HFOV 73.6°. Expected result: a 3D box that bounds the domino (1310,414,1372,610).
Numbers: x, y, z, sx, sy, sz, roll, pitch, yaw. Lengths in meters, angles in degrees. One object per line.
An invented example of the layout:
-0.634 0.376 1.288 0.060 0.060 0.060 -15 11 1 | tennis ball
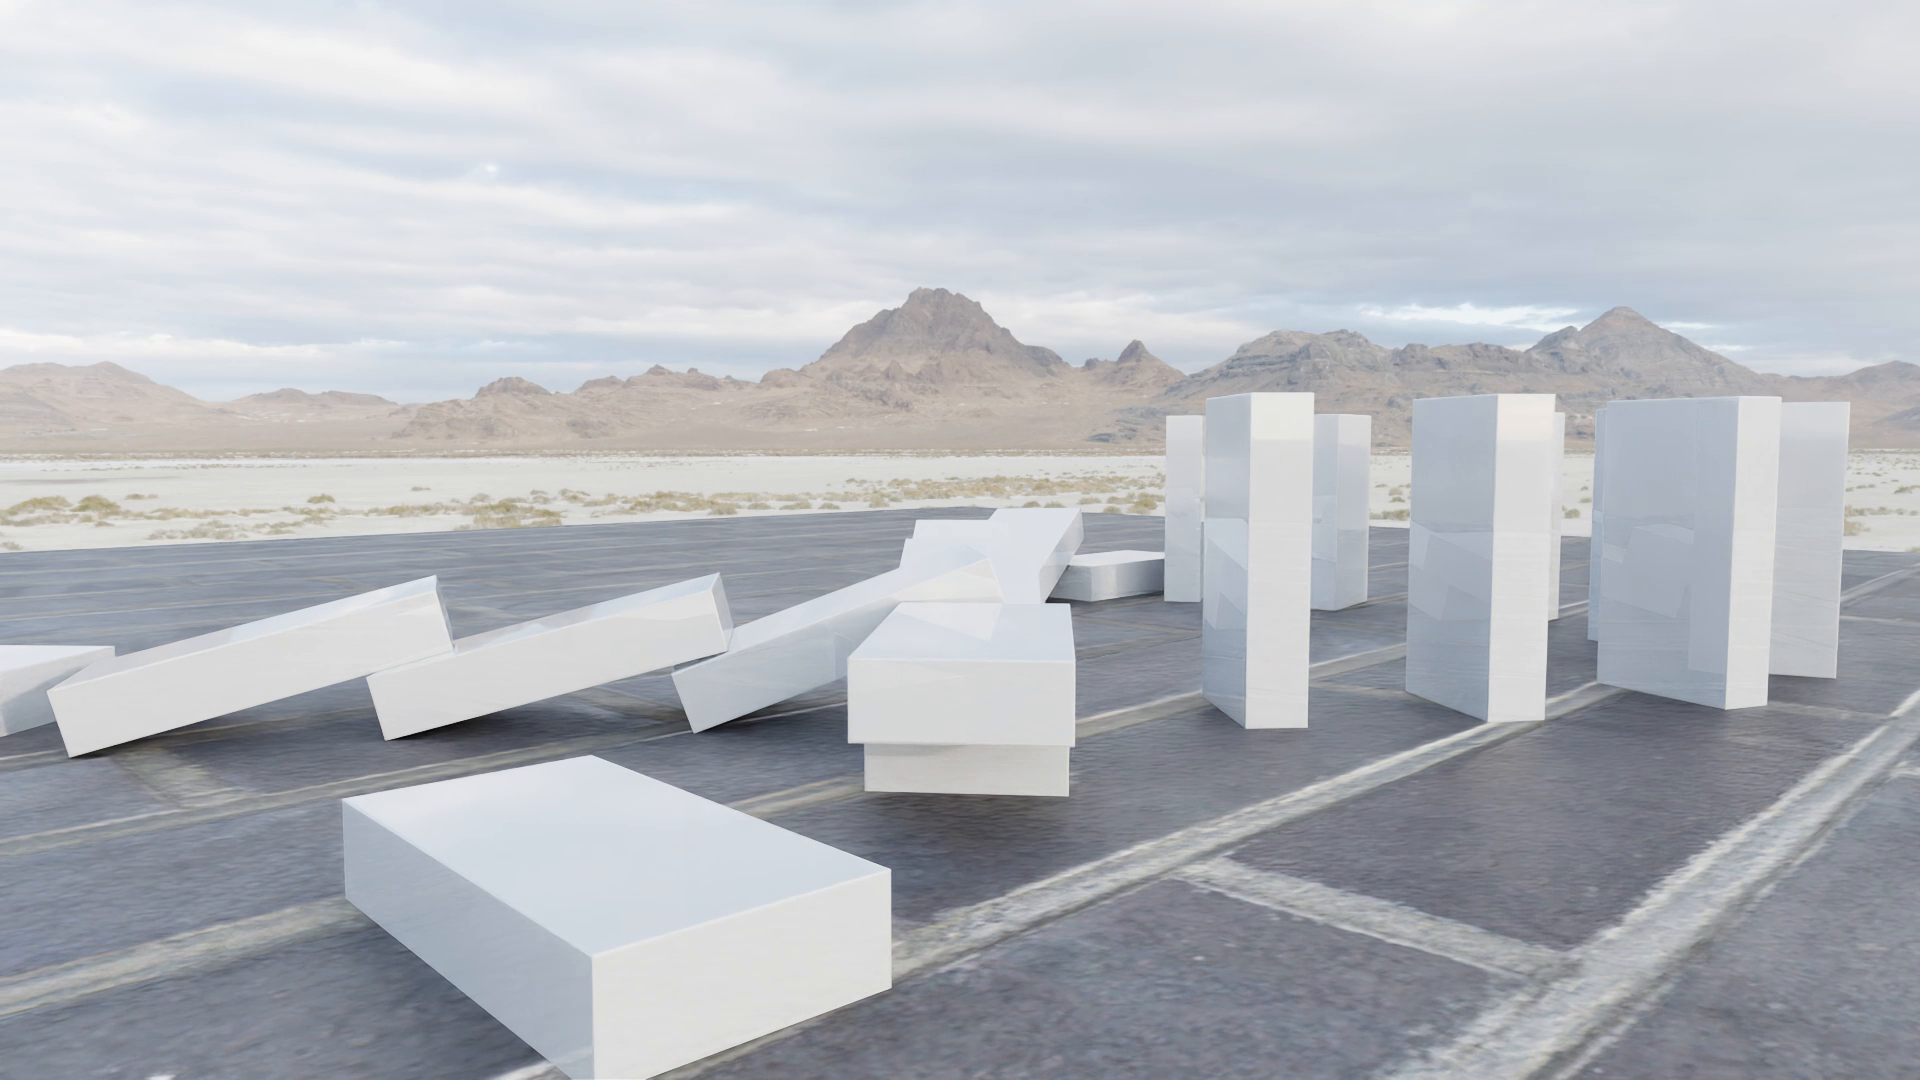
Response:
0.099 -0.008 0.339 0.009 0.050 0.025 3 5 35 | domino

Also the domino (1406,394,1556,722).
0.083 0.002 0.207 0.009 0.050 0.025 -1 4 -9 | domino

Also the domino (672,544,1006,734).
-0.019 0.015 0.203 0.050 0.010 0.025 -20 7 -7 | domino

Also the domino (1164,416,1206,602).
0.063 -0.009 0.356 0.010 0.050 0.025 1 4 15 | domino

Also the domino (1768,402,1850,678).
0.150 -0.001 0.241 0.025 0.050 0.009 2 5 26 | domino

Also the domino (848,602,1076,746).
0.002 0.016 0.165 0.025 0.009 0.050 0 4 4 | domino

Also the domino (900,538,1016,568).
-0.001 0.012 0.271 0.025 0.009 0.050 0 18 2 | domino

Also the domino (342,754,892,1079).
-0.031 0.030 0.110 0.025 0.009 0.050 -4 6 -42 | domino

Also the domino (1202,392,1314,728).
0.046 0.002 0.203 0.010 0.050 0.025 0 4 -4 | domino

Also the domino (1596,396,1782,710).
0.122 0.001 0.217 0.009 0.050 0.025 -2 5 -22 | domino

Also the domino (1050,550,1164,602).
0.044 0.010 0.373 0.025 0.009 0.050 4 6 44 | domino

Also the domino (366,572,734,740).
-0.061 0.017 0.199 0.050 0.009 0.025 -14 6 -7 | domino

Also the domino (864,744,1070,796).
0.003 0.024 0.181 0.025 0.009 0.050 0 4 5 | domino

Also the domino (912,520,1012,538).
0.000 0.008 0.313 0.025 0.010 0.050 0 20 2 | domino

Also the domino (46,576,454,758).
-0.104 0.018 0.193 0.050 0.009 0.025 -16 9 -20 | domino

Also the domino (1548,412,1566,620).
0.133 -0.005 0.307 0.025 0.050 0.010 -3 5 -37 | domino

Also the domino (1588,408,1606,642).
0.150 -0.003 0.278 0.025 0.050 0.009 -2 5 -22 | domino

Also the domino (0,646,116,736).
-0.152 0.024 0.186 0.025 0.009 0.050 0 4 2 | domino

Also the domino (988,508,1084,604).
0.016 0.004 0.350 0.025 0.009 0.050 0 21 19 | domino

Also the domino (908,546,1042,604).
0.002 0.014 0.234 0.025 0.009 0.050 0 19 2 | domino
